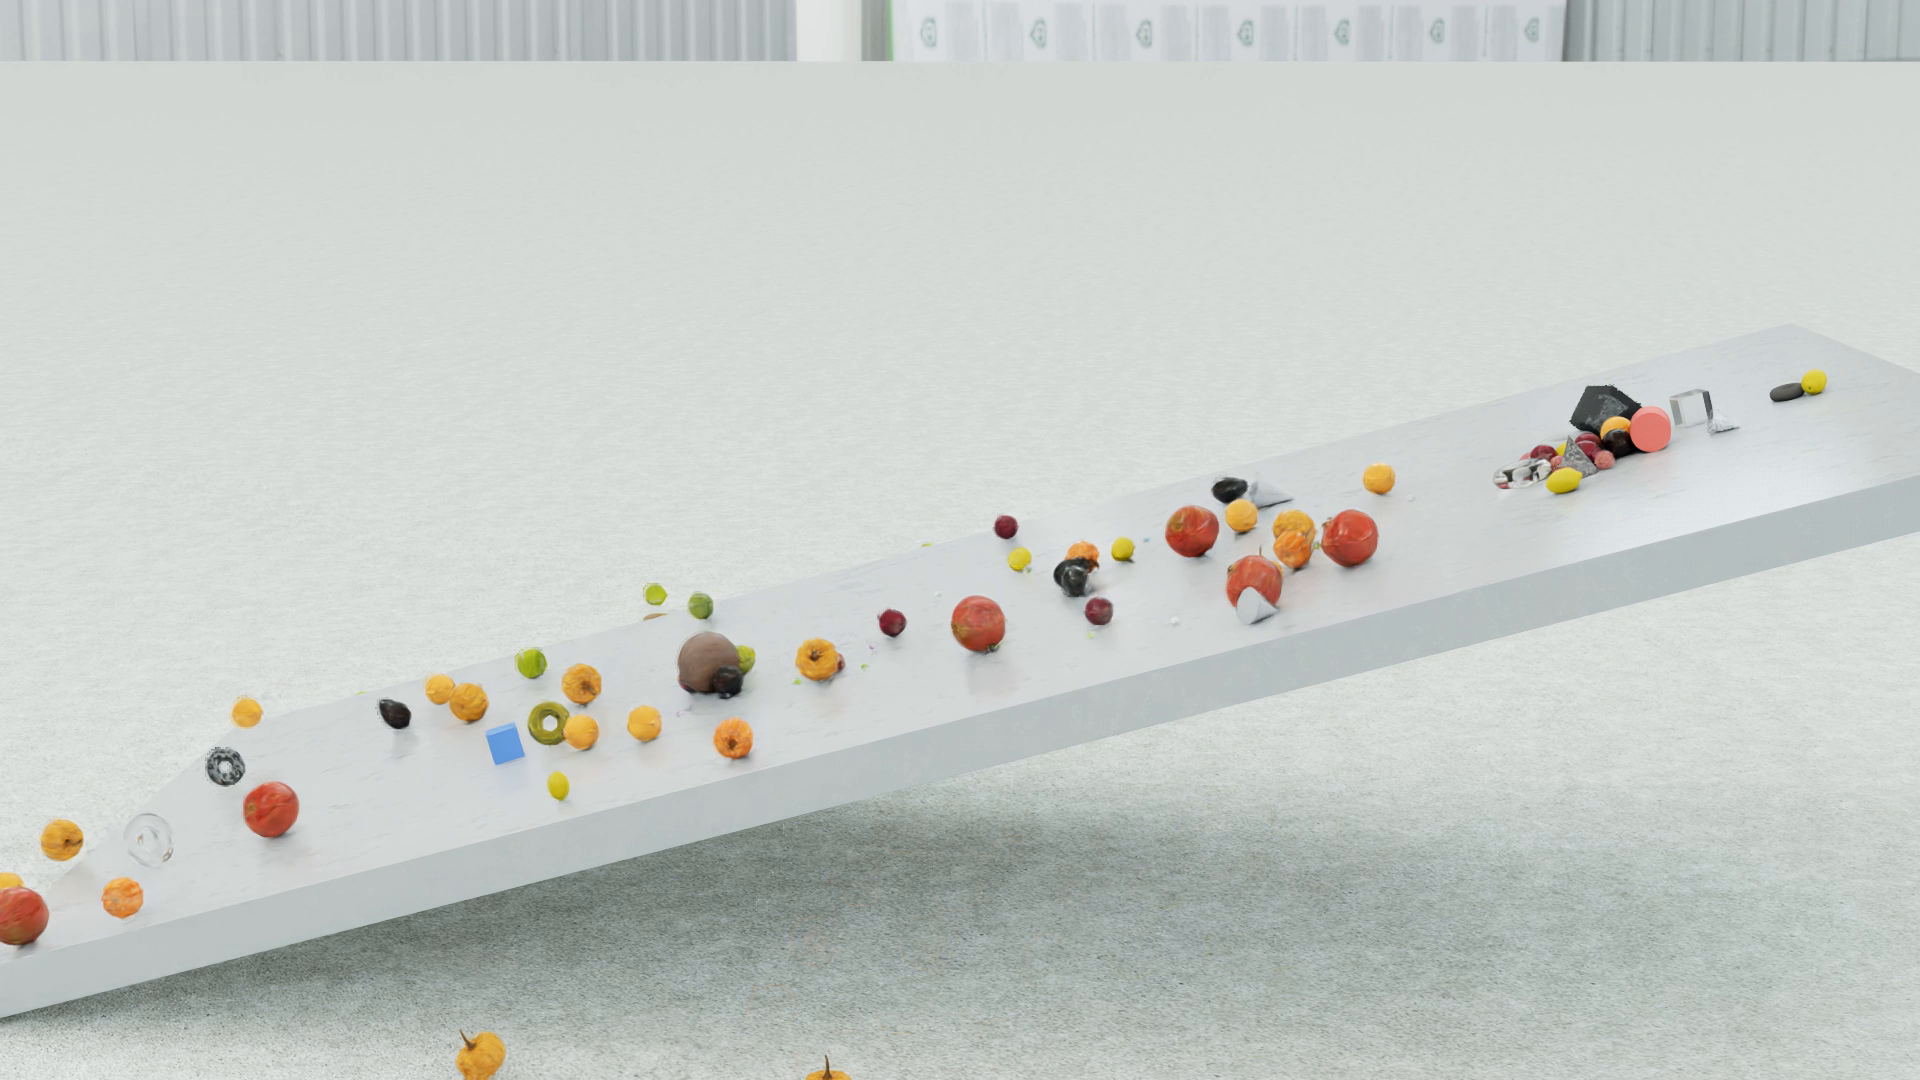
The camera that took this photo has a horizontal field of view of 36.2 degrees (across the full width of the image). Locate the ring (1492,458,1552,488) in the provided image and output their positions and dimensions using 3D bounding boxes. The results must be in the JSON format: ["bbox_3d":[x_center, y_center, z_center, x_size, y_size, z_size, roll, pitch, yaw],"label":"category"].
[{"bbox_3d":[1.164,-0.138,6.093,0.123,0.041,0.123,-16,8,2],"label":"ring"}]

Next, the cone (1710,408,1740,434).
[{"bbox_3d":[1.581,-0.238,6.063,0.057,0.057,0.057,16,15,17],"label":"cone"}]

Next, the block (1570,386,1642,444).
[{"bbox_3d":[1.371,-0.266,6.245,0.091,0.091,0.091,32,-11,-22],"label":"block"}]

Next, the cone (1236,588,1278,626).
[{"bbox_3d":[0.566,0.129,5.494,0.072,0.072,0.072,10,4,-29],"label":"cone"}]

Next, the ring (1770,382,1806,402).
[{"bbox_3d":[1.754,-0.314,6.234,0.075,0.025,0.075,-16,10,3],"label":"ring"}]

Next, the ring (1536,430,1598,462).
[{"bbox_3d":[1.289,-0.198,6.244,0.132,0.044,0.132,-14,10,2],"label":"ring"}]

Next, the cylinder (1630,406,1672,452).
[{"bbox_3d":[1.429,-0.230,6.085,0.082,0.082,0.082,2,13,12],"label":"cylinder"}]

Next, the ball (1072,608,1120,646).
[{"bbox_3d":[0.264,0.181,5.718,0.095,0.095,0.095,0,10,0],"label":"ball"}]

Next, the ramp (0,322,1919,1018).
[{"bbox_3d":[0.079,0.191,6.331,4.000,0.100,2.000,-15,9,4],"label":"ramp"}]

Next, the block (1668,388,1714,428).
[{"bbox_3d":[1.552,-0.279,6.235,0.064,0.064,0.064,-16,9,-7],"label":"block"}]

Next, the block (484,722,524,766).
[{"bbox_3d":[-0.944,0.422,6.101,0.064,0.064,0.064,-17,9,-10],"label":"block"}]

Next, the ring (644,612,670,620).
[{"bbox_3d":[-0.927,0.253,9.159,0.117,0.039,0.117,1,10,0],"label":"ring"}]

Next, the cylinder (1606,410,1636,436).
[{"bbox_3d":[1.424,-0.251,6.306,0.053,0.053,0.053,-5,7,-25],"label":"cylinder"}]

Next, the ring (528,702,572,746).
[{"bbox_3d":[-0.849,0.380,6.089,0.093,0.093,0.031,0,0,0],"label":"ring"}]

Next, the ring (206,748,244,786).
[{"bbox_3d":[-1.654,0.513,6.626,0.086,0.086,0.029,0,7,-1],"label":"ring"}]

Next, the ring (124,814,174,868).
[{"bbox_3d":[-1.642,0.608,5.956,0.113,0.113,0.038,3,8,19],"label":"ring"}]

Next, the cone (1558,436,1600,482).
[{"bbox_3d":[1.254,-0.174,6.014,0.087,0.087,0.087,-15,9,2],"label":"cone"}]
